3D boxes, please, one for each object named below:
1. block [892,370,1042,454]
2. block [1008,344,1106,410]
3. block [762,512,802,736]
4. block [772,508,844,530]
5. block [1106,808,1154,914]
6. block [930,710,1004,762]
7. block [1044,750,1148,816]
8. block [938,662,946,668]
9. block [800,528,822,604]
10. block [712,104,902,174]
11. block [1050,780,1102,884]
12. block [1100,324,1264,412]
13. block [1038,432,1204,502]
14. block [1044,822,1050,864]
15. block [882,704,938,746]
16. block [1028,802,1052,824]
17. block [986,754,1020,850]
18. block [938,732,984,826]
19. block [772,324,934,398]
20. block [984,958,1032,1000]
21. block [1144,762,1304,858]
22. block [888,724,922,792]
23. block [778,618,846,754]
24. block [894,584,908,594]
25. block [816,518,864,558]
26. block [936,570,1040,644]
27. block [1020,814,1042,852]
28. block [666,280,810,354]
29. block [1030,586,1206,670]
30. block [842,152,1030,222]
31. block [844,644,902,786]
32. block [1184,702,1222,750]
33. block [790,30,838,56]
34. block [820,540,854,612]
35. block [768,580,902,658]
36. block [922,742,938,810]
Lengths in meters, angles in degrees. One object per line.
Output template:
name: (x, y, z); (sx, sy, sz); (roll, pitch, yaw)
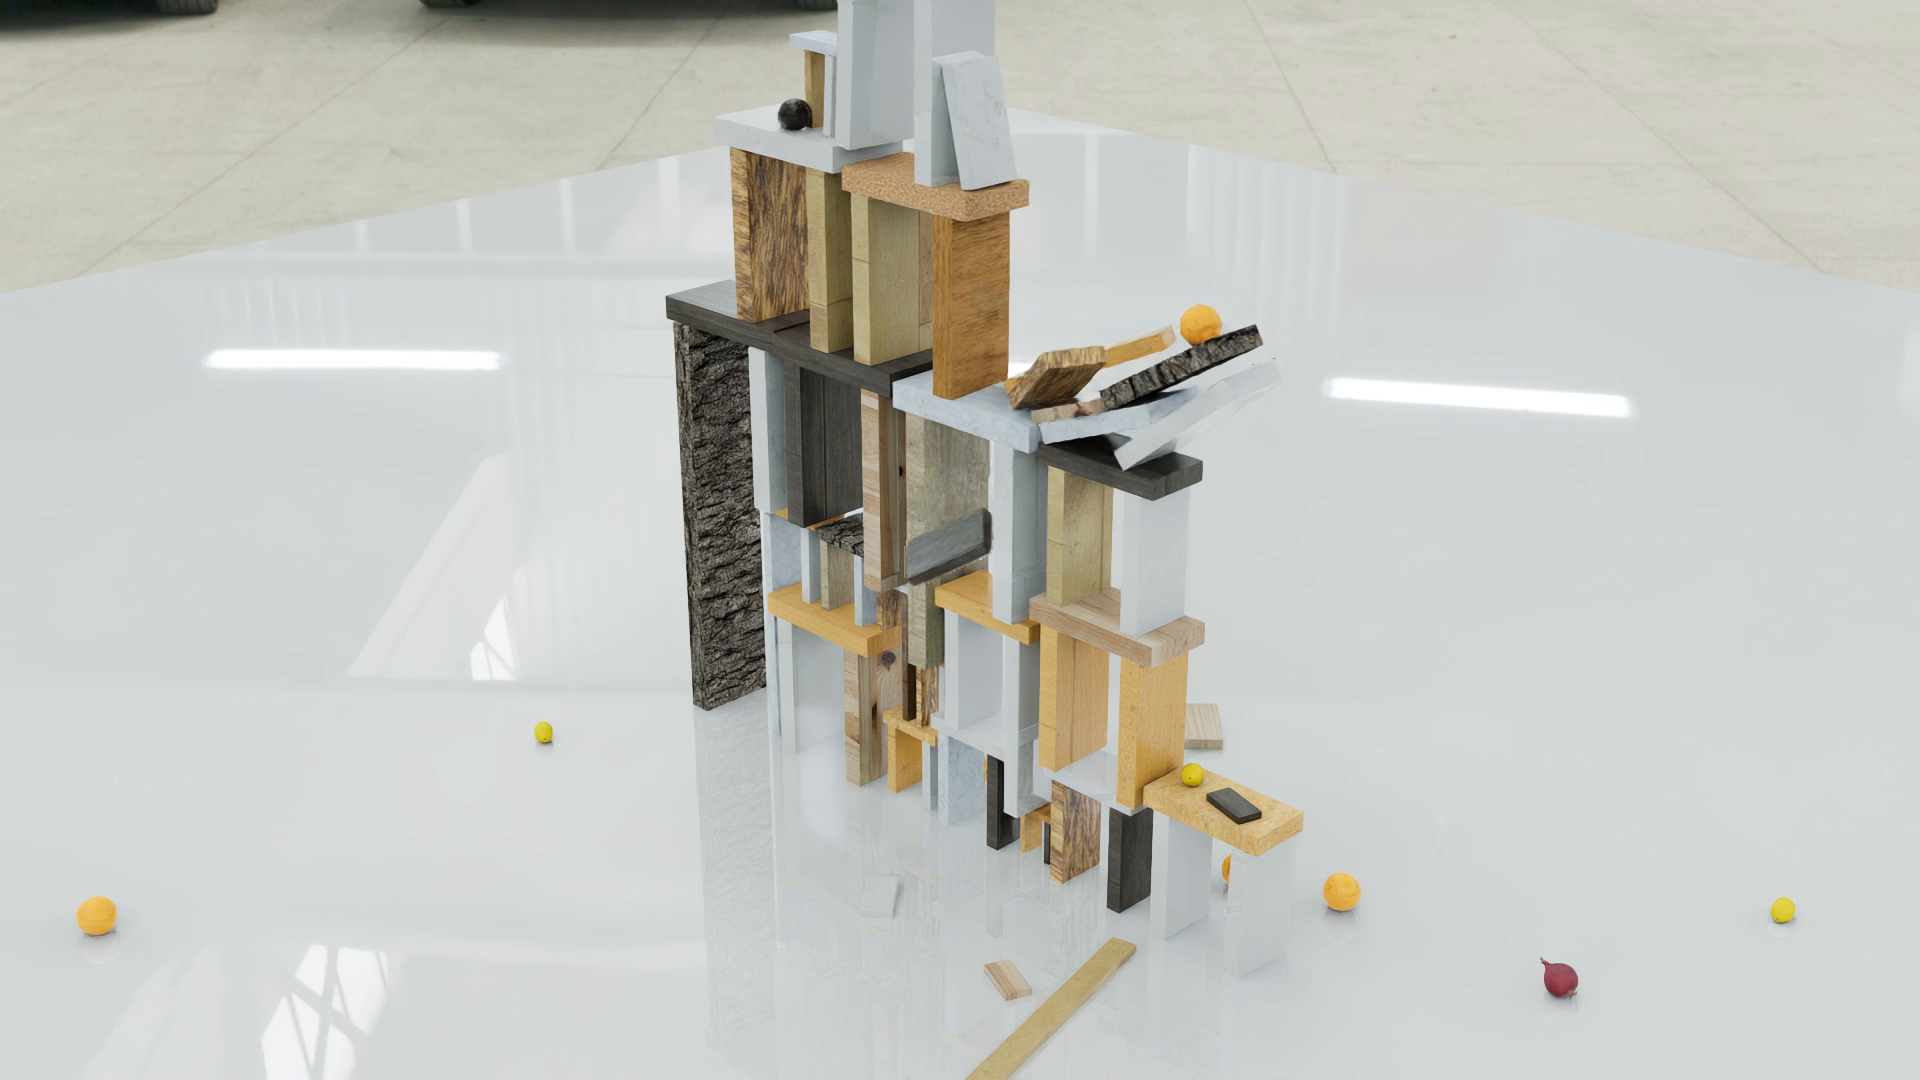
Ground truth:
block: (0.060, -0.248, 4.060); (0.349, 0.049, 0.175); (21, 31, 41)
block: (0.169, -0.283, 3.853); (0.110, 0.031, 0.220); (-8, -13, -17)
block: (-0.369, 0.173, 4.688); (0.084, 0.518, 0.024); (-19, 30, -37)
block: (-0.326, -0.065, 4.556); (0.084, 0.024, 0.167); (-21, 31, -40)
block: (0.325, 0.580, 4.116); (0.109, 0.218, 0.031); (-21, 31, -41)
block: (0.051, 0.372, 4.324); (0.204, 0.029, 0.102); (21, 31, 40)
block: (0.273, 0.445, 4.115); (0.109, 0.031, 0.218); (-21, 31, -40)
block: (-0.042, 0.226, 4.359); (0.099, 0.014, 0.050); (21, 31, 40)
block: (-0.289, 0.040, 4.554); (0.084, 0.167, 0.024); (-21, 31, -41)
block: (-0.294, -0.772, 4.216); (0.176, 0.050, 0.353); (-21, 31, -40)
block: (0.222, 0.540, 4.210); (0.109, 0.218, 0.031); (-21, 31, -41)
block: (0.370, -0.289, 3.700); (0.132, 0.037, 0.265); (-21, -1, -41)
block: (0.281, -0.138, 3.865); (0.266, 0.038, 0.133); (21, 31, 40)
block: (0.184, 0.581, 4.274); (0.046, 0.093, 0.013); (-21, 31, -40)
block: (-0.077, 0.372, 4.466); (0.076, 0.022, 0.152); (-21, 31, -41)
block: (0.160, 0.523, 4.274); (0.046, 0.013, 0.093); (-21, 30, -40)
block: (0.099, 0.498, 4.325); (0.029, 0.204, 0.102); (21, 31, 41)
block: (0.002, 0.461, 4.413); (0.029, 0.204, 0.102); (21, 31, 40)
block: (-0.189, -0.359, 4.281); (0.171, 0.049, 0.343); (-21, 31, -40)
block: (0.085, 0.780, 3.903); (0.050, 0.014, 0.099); (-9, 25, -20)
block: (0.468, 0.478, 3.921); (0.259, 0.037, 0.130); (21, 31, 41)
block: (-0.113, 0.438, 4.533); (0.022, 0.152, 0.076); (21, 31, 41)
block: (-0.312, 0.287, 4.692); (0.043, 0.307, 0.153); (21, 31, 40)
block: (-0.117, 0.080, 4.382); (0.054, 0.015, 0.107); (-21, 31, -40)
block: (-0.212, -0.003, 4.450); (0.077, 0.022, 0.154); (-21, 30, -40)
block: (0.084, 0.126, 4.181); (0.125, 0.035, 0.250); (-21, 31, -40)
block: (0.140, 0.563, 4.316); (0.046, 0.093, 0.013); (-18, 29, -37)
block: (-0.428, -0.461, 4.511); (0.346, 0.049, 0.173); (21, 31, 41)
block: (0.282, 0.146, 3.978); (0.146, 0.041, 0.292); (-21, 31, -41)
block: (-0.047, -0.646, 4.007); (0.162, 0.046, 0.324); (-21, 31, -40)
block: (-0.168, 0.343, 4.559); (0.043, 0.307, 0.153); (21, 31, 41)
block: (0.522, 0.404, 4.778); (0.085, 0.024, 0.169); (1, 23, 2)
block: (-0.243, -0.926, 4.098); (0.076, 0.021, 0.151); (-17, 28, -35)
block: (-0.250, 0.063, 4.519); (0.077, 0.154, 0.022); (-21, 31, -40)
block: (-0.240, 0.154, 4.557); (0.153, 0.043, 0.307); (-21, 31, -41)
block: (-0.041, 0.466, 4.467); (0.076, 0.152, 0.022); (-21, 31, -41)
